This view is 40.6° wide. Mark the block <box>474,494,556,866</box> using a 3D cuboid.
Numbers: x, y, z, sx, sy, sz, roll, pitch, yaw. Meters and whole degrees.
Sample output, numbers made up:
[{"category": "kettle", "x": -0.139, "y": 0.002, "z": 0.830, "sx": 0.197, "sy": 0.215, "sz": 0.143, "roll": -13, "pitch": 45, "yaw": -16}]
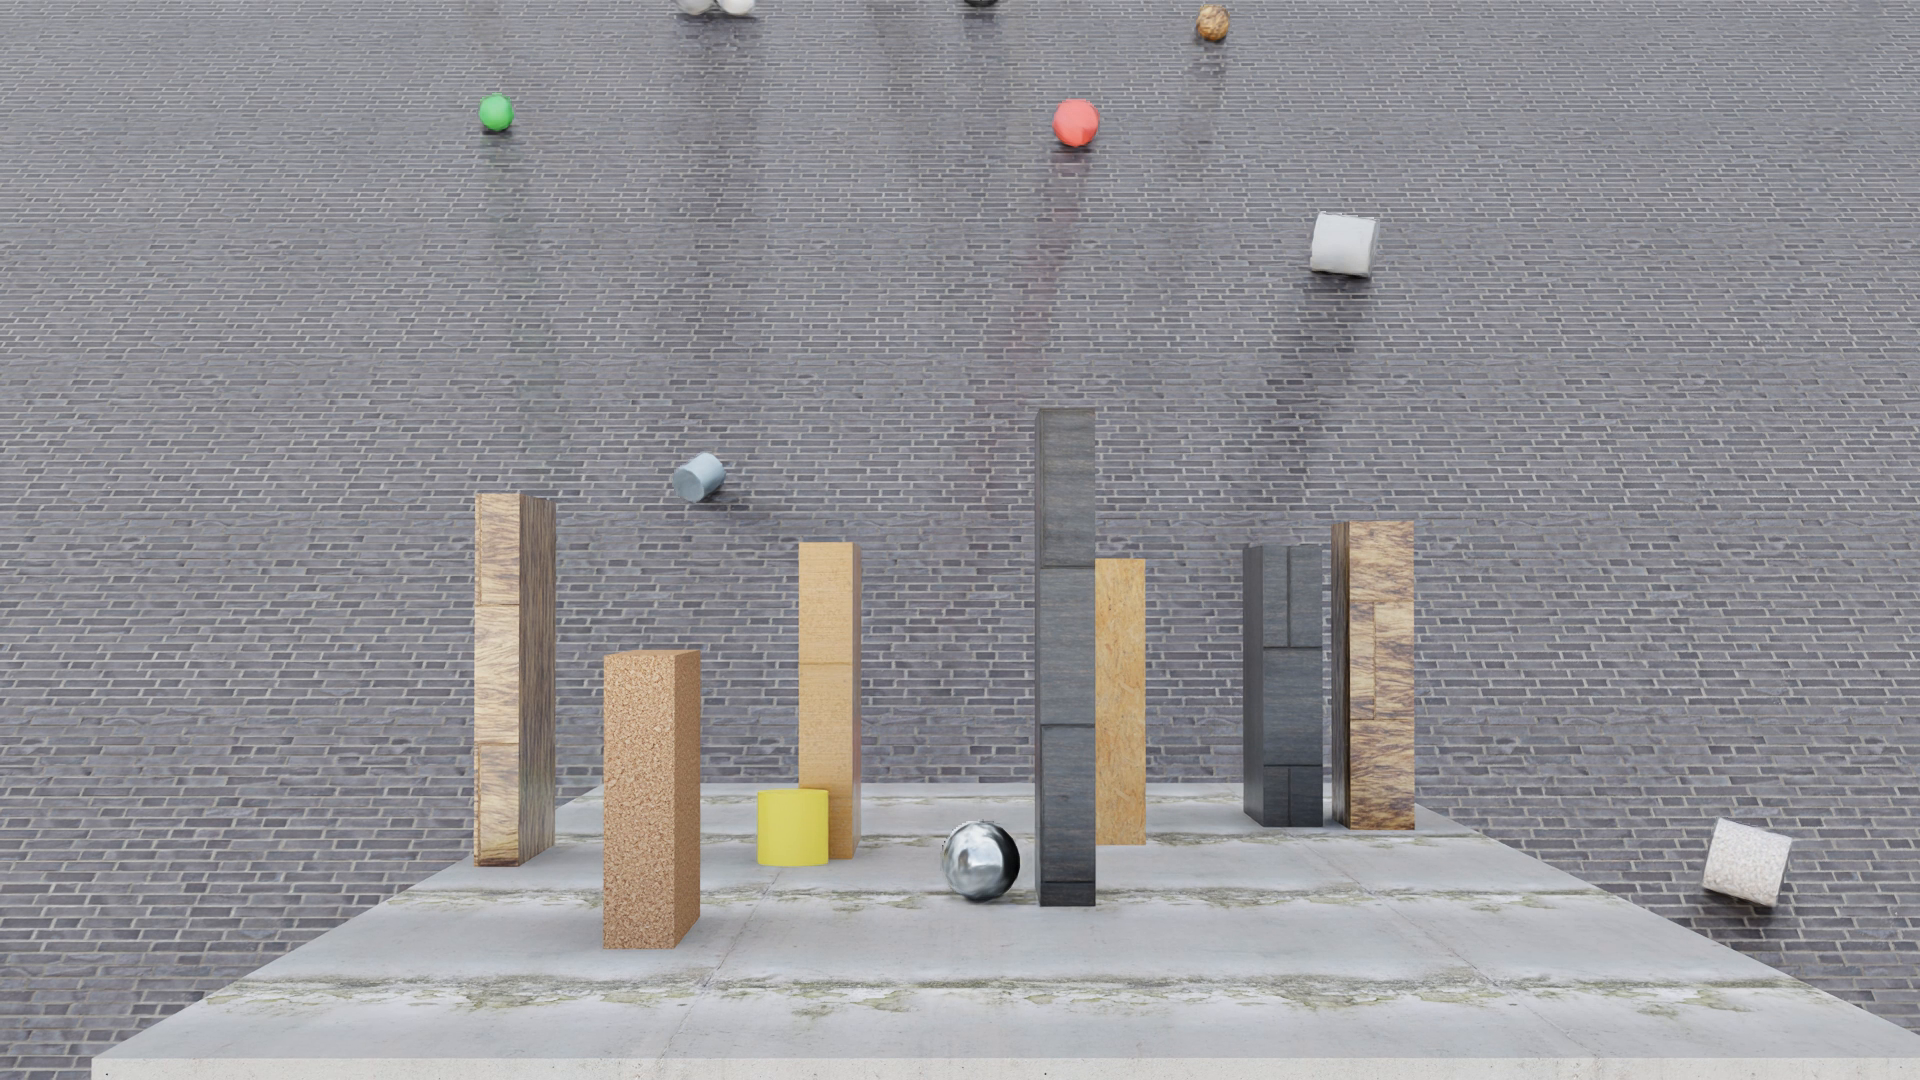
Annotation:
[{"category": "block", "x": -0.841, "y": 0.258, "z": 4.920, "sx": 0.080, "sy": 0.677, "sz": 0.429, "roll": 0, "pitch": -1, "yaw": 0}]

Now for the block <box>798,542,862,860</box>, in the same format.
[{"category": "block", "x": -0.251, "y": 0.304, "z": 5.055, "sx": 0.100, "sy": 0.591, "sz": 0.432, "roll": 0, "pitch": -1, "yaw": 0}]

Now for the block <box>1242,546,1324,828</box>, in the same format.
[{"category": "block", "x": 0.705, "y": 0.314, "z": 5.687, "sx": 0.126, "sy": 0.596, "sz": 0.389, "roll": 0, "pitch": -1, "yaw": 0}]

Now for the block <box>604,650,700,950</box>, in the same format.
[{"category": "block", "x": -0.448, "y": 0.369, "z": 3.800, "sx": 0.099, "sy": 0.409, "sz": 0.365, "roll": 0, "pitch": -1, "yaw": 0}]

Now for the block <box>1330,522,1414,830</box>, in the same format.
[{"category": "block", "x": 0.883, "y": 0.286, "z": 5.564, "sx": 0.134, "sy": 0.646, "sz": 0.274, "roll": 0, "pitch": -1, "yaw": 0}]

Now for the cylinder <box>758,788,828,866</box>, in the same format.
[{"category": "cylinder", "x": -0.307, "y": 0.528, "z": 4.770, "sx": 0.130, "sy": 0.130, "sz": 0.130, "roll": 0, "pitch": -1, "yaw": 0}]

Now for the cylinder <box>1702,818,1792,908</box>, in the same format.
[{"category": "cylinder", "x": 1.969, "y": 0.807, "z": 6.487, "sx": 0.179, "sy": 0.179, "sz": 0.179, "roll": 14, "pitch": 36, "yaw": 20}]

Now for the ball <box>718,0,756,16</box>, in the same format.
[{"category": "ball", "x": -0.978, "y": -2.387, "z": 11.359, "sx": 0.178, "sy": 0.178, "sz": 0.178, "roll": 0, "pitch": 33, "yaw": 0}]

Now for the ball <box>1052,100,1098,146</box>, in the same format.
[{"category": "ball", "x": 0.456, "y": -1.642, "z": 10.221, "sx": 0.179, "sy": 0.179, "sz": 0.179, "roll": 0, "pitch": 33, "yaw": 0}]

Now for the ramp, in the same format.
[{"category": "ramp", "x": 0.074, "y": 0.643, "z": 4.764, "sx": 2.000, "sy": 0.100, "sz": 4.000, "roll": 0, "pitch": -1, "yaw": 0}]

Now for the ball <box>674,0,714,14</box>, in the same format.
[{"category": "ball", "x": -1.164, "y": -2.397, "z": 11.366, "sx": 0.188, "sy": 0.188, "sz": 0.188, "roll": 0, "pitch": 33, "yaw": 0}]

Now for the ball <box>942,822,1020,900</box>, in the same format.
[{"category": "ball", "x": 0.034, "y": 0.518, "z": 4.182, "sx": 0.126, "sy": 0.126, "sz": 0.126, "roll": 0, "pitch": 33, "yaw": 0}]

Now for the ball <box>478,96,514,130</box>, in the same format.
[{"category": "ball", "x": -1.850, "y": -1.703, "z": 10.354, "sx": 0.138, "sy": 0.138, "sz": 0.138, "roll": 0, "pitch": 33, "yaw": 0}]

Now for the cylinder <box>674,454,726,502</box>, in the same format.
[{"category": "cylinder", "x": -0.810, "y": -0.194, "z": 8.074, "sx": 0.114, "sy": 0.114, "sz": 0.114, "roll": 19, "pitch": 38, "yaw": 26}]

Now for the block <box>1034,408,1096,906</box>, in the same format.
[{"category": "block", "x": 0.171, "y": 0.188, "z": 4.253, "sx": 0.088, "sy": 0.790, "sz": 0.285, "roll": 0, "pitch": -1, "yaw": 0}]

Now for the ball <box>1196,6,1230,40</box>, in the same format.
[{"category": "ball", "x": 1.085, "y": -2.215, "z": 11.129, "sx": 0.143, "sy": 0.143, "sz": 0.143, "roll": 0, "pitch": 33, "yaw": 0}]

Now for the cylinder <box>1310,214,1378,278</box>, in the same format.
[{"category": "cylinder", "x": 1.379, "y": -1.056, "z": 9.306, "sx": 0.204, "sy": 0.204, "sz": 0.204, "roll": 9, "pitch": 34, "yaw": 14}]

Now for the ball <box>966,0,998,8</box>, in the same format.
[{"category": "ball", "x": 0.094, "y": -2.442, "z": 11.433, "sx": 0.190, "sy": 0.190, "sz": 0.190, "roll": 0, "pitch": 33, "yaw": 0}]

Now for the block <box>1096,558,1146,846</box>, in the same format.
[{"category": "block", "x": 0.304, "y": 0.321, "z": 5.261, "sx": 0.121, "sy": 0.563, "sz": 0.312, "roll": 0, "pitch": -1, "yaw": 0}]
